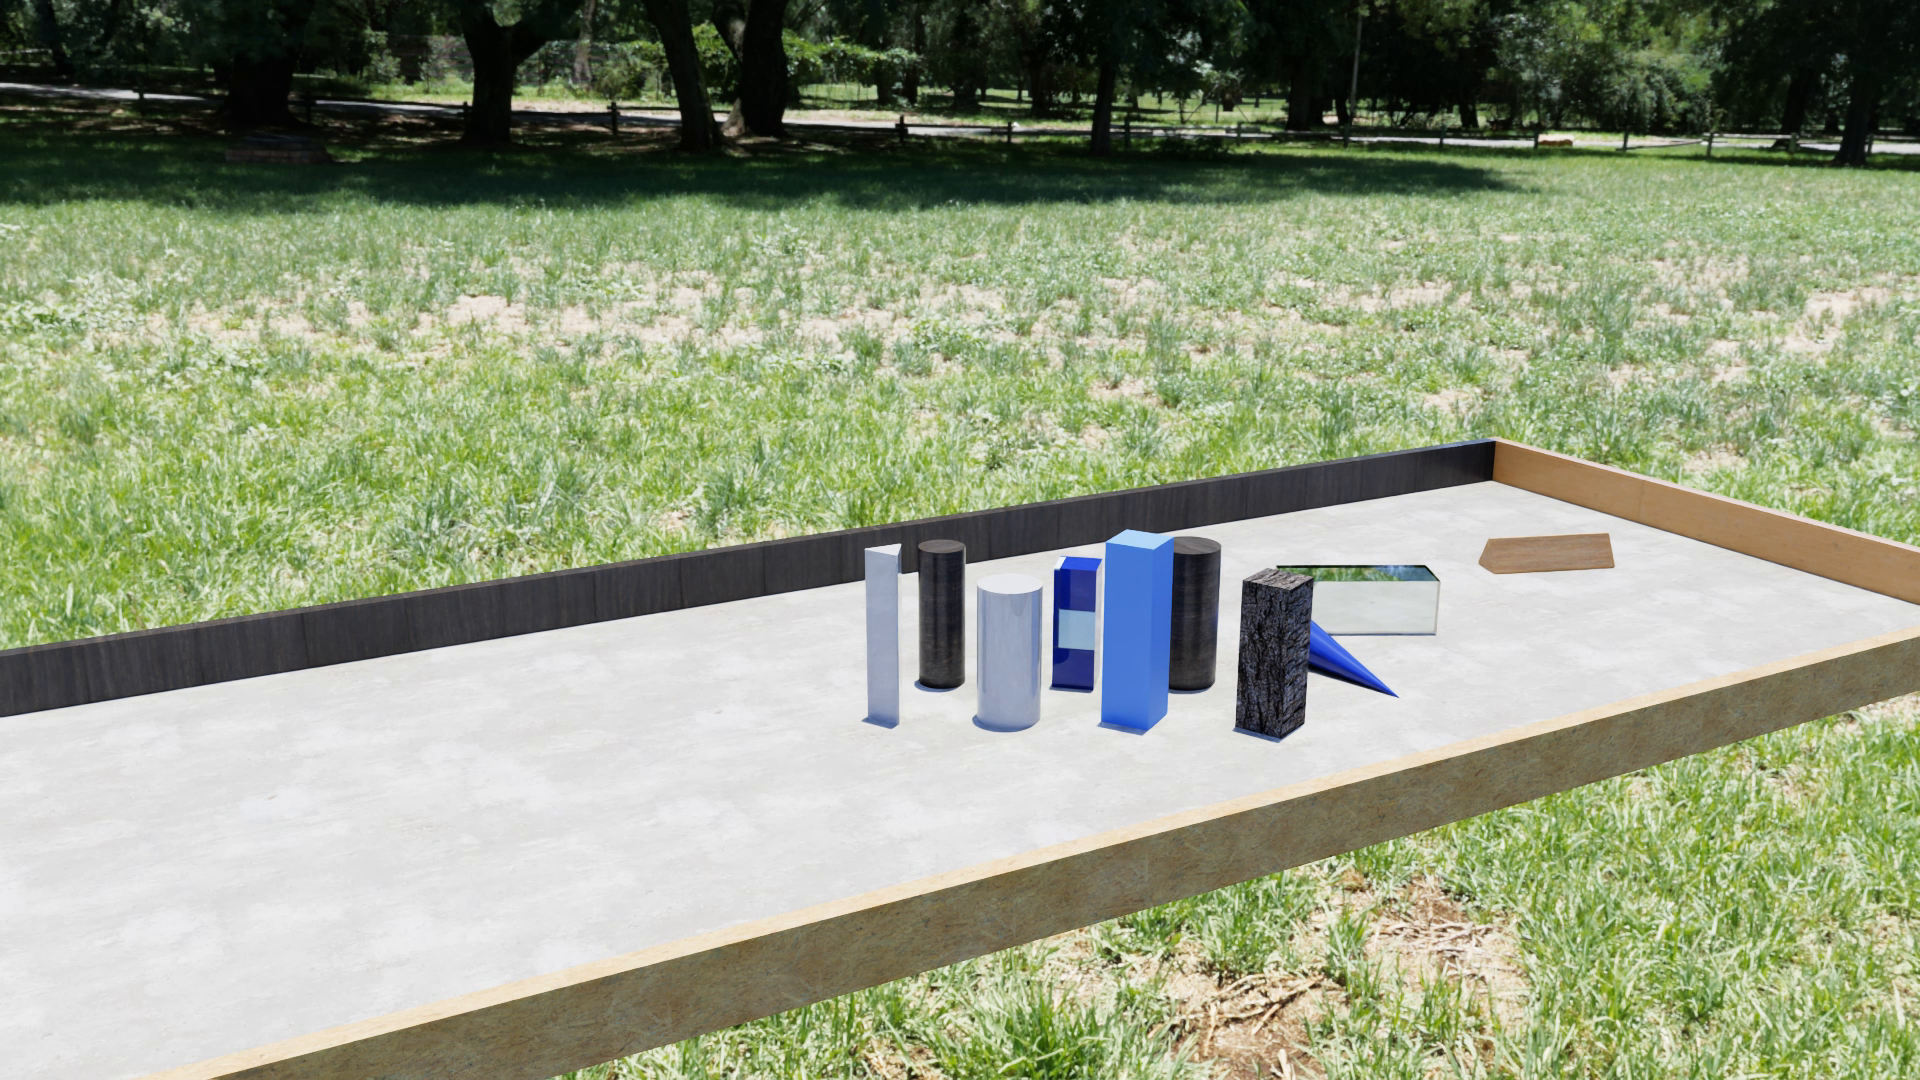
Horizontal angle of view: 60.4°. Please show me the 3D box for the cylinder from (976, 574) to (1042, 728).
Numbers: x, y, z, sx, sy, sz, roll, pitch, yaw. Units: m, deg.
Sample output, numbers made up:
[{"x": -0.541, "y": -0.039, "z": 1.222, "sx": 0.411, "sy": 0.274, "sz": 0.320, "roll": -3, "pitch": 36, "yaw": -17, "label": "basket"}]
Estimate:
[{"x": 0.116, "y": 0.260, "z": 3.880, "sx": 0.153, "sy": 0.332, "sz": 0.153, "roll": 0, "pitch": 16, "yaw": 0, "label": "cylinder"}]

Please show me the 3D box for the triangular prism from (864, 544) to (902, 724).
[{"x": -0.161, "y": 0.218, "z": 3.876, "sx": 0.091, "sy": 0.416, "sz": 0.079, "roll": 10, "pitch": 19, "yaw": 32, "label": "triangular prism"}]

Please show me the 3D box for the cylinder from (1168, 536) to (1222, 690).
[{"x": 0.564, "y": 0.182, "z": 4.110, "sx": 0.159, "sy": 0.353, "sz": 0.159, "roll": 0, "pitch": 16, "yaw": 0, "label": "cylinder"}]

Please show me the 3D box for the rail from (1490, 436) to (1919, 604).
[{"x": 2.466, "y": -0.048, "z": 5.253, "sx": 0.050, "sy": 0.150, "sz": 2.100, "roll": -9, "pitch": 18, "yaw": -27, "label": "rail"}]

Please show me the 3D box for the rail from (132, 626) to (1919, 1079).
[{"x": -2.336, "y": 1.006, "z": 1.665, "sx": 12.000, "sy": 0.150, "sz": 0.050, "roll": -9, "pitch": 18, "yaw": -27, "label": "rail"}]

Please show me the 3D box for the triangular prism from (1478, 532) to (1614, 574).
[{"x": 1.806, "y": 0.031, "z": 5.068, "sx": 0.393, "sy": 0.096, "sz": 0.111, "roll": -3, "pitch": 16, "yaw": -9, "label": "triangular prism"}]

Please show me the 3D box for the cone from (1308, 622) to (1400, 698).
[{"x": 0.956, "y": 0.305, "z": 4.189, "sx": 0.144, "sy": 0.144, "sz": 0.431, "roll": -11, "pitch": 29, "yaw": -34, "label": "cone"}]

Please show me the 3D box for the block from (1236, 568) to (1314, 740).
[{"x": 0.729, "y": 0.261, "z": 3.825, "sx": 0.120, "sy": 0.361, "sz": 0.120, "roll": 12, "pitch": 20, "yaw": 36, "label": "block"}]

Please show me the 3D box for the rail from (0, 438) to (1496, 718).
[{"x": -3.305, "y": 0.497, "z": 3.399, "sx": 12.000, "sy": 0.150, "sz": 0.050, "roll": -9, "pitch": 18, "yaw": -27, "label": "rail"}]

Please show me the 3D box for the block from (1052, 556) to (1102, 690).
[{"x": 0.292, "y": 0.206, "z": 4.103, "sx": 0.105, "sy": 0.311, "sz": 0.105, "roll": 4, "pitch": 17, "yaw": 12, "label": "block"}]

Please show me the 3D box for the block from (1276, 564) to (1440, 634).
[{"x": 1.086, "y": 0.163, "z": 4.531, "sx": 0.417, "sy": 0.151, "sz": 0.151, "roll": 0, "pitch": 16, "yaw": 0, "label": "block"}]

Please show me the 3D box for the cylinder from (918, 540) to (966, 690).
[{"x": -0.045, "y": 0.184, "z": 4.102, "sx": 0.117, "sy": 0.353, "sz": 0.117, "roll": 0, "pitch": 16, "yaw": 0, "label": "cylinder"}]

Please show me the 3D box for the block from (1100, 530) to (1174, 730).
[{"x": 0.414, "y": 0.210, "z": 3.858, "sx": 0.120, "sy": 0.441, "sz": 0.120, "roll": 9, "pitch": 19, "yaw": 28, "label": "block"}]
